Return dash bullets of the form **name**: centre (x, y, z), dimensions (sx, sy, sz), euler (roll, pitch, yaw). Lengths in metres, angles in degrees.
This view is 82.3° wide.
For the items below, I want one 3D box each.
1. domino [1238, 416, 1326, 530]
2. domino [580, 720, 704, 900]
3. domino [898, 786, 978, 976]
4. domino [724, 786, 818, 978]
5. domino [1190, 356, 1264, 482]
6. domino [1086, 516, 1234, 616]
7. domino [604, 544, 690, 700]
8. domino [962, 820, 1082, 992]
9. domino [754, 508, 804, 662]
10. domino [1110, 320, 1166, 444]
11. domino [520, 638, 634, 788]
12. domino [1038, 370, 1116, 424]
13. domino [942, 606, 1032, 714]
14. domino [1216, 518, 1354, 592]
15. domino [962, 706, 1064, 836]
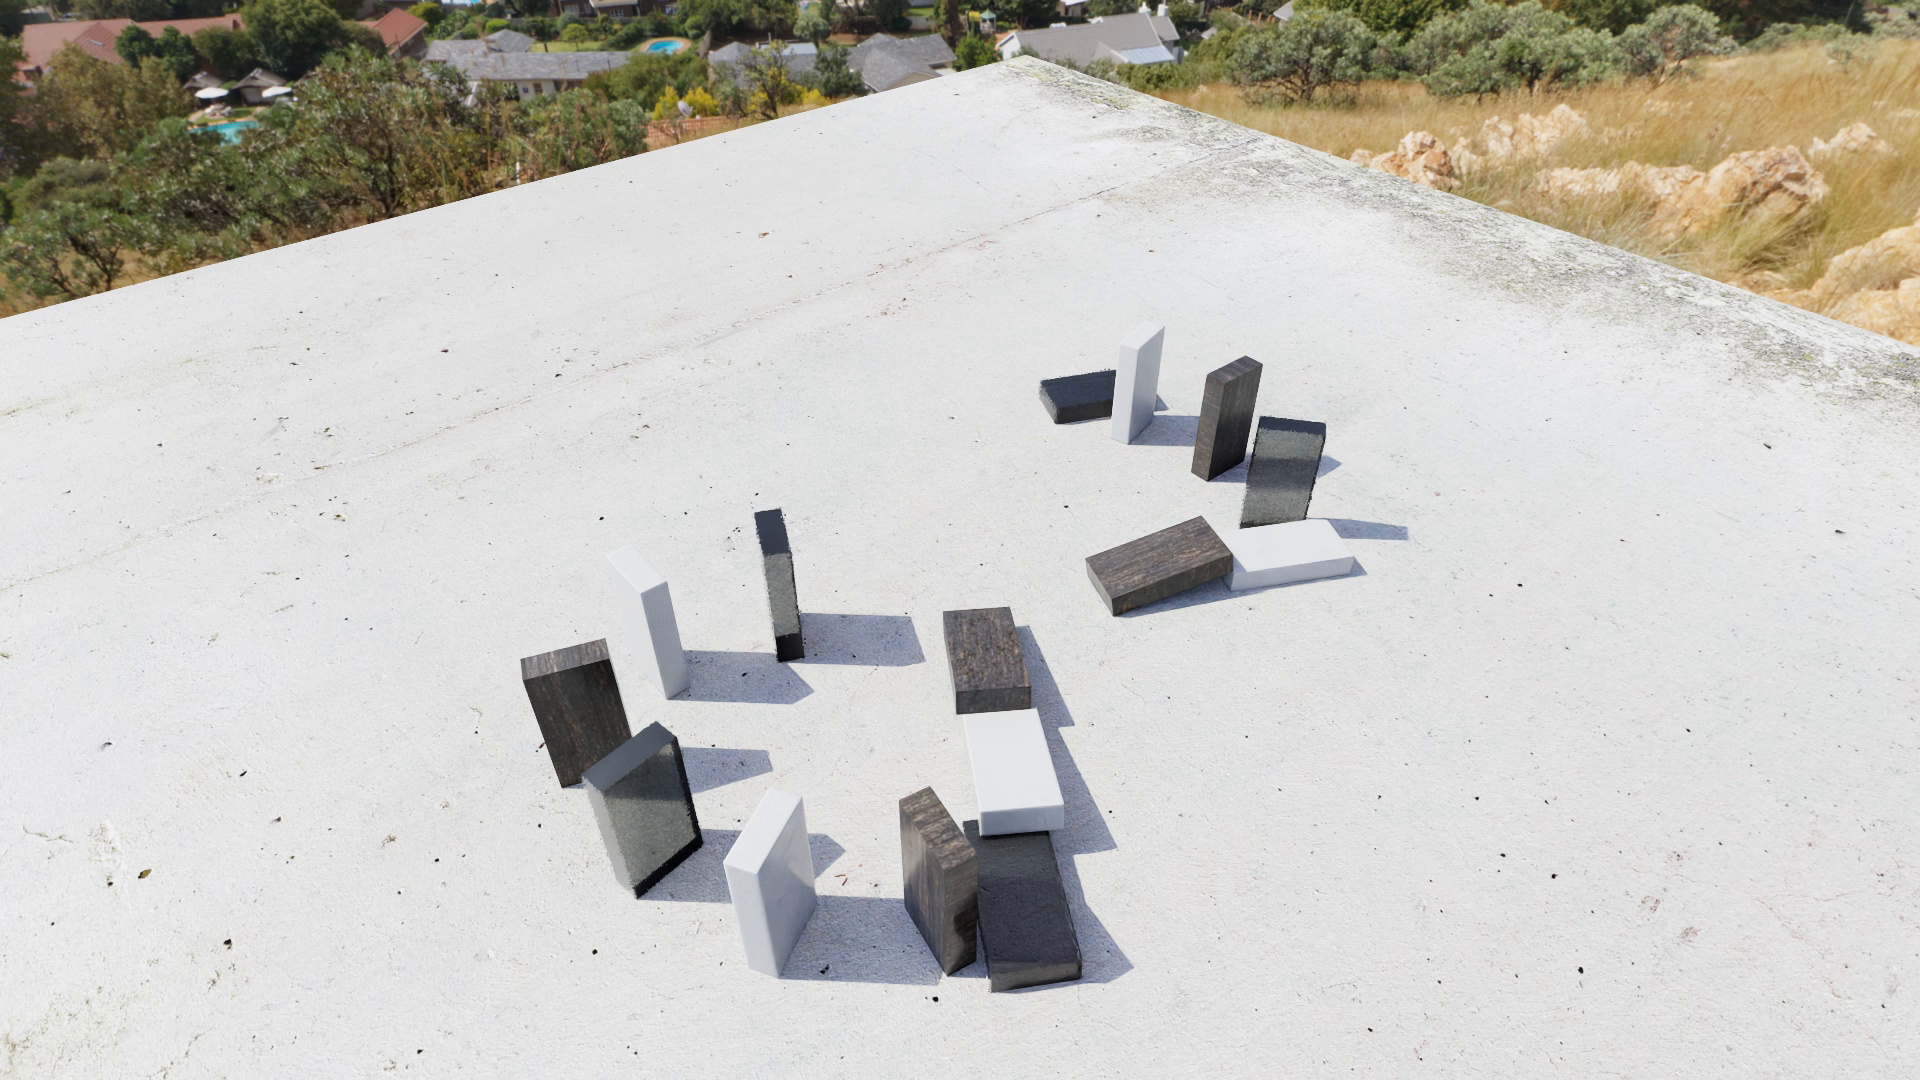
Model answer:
- **domino**: centre (0.129, -0.025, 0.442), dimensions (0.025, 0.050, 0.009), euler (8, 40, 9)
- **domino**: centre (-0.090, 0.078, 0.316), dimensions (0.009, 0.050, 0.025), euler (28, 47, 30)
- **domino**: centre (-0.006, 0.093, 0.298), dimensions (0.009, 0.050, 0.025), euler (-20, 43, -23)
- **domino**: centre (-0.050, 0.093, 0.298), dimensions (0.010, 0.050, 0.025), euler (13, 41, 15)
- **domino**: centre (0.115, -0.052, 0.475), dimensions (0.025, 0.050, 0.010), euler (-27, 47, -29)
- **domino**: centre (0.077, 0.010, 0.424), dimensions (0.050, 0.010, 0.025), euler (-20, 42, -7)
- **domino**: centre (-0.106, 0.028, 0.377), dimensions (0.009, 0.050, 0.025), euler (-28, 47, -30)
- **domino**: centre (0.017, 0.103, 0.318), dimensions (0.025, 0.010, 0.050), euler (-6, 40, -7)
- **domino**: centre (-0.064, 0.017, 0.391), dimensions (0.009, 0.050, 0.025), euler (-10, 40, -12)
- **domino**: centre (0.080, -0.071, 0.498), dimensions (0.010, 0.050, 0.025), euler (24, 45, 26)
- **domino**: centre (-0.118, 0.055, 0.345), dimensions (0.025, 0.050, 0.010), euler (-14, 41, -16)
- **domino**: centre (0.066, -0.070, 0.529), dimensions (0.050, 0.010, 0.025), euler (-10, 40, -12)
- **domino**: centre (0.009, 0.041, 0.386), dimensions (0.025, 0.010, 0.050), euler (-4, 29, -4)
- **domino**: centre (0.127, 0.005, 0.437), dimensions (0.050, 0.009, 0.025), euler (-8, 40, -9)
- **domino**: centre (0.016, 0.072, 0.347), dimensions (0.025, 0.009, 0.050), euler (-4, 26, -5)
